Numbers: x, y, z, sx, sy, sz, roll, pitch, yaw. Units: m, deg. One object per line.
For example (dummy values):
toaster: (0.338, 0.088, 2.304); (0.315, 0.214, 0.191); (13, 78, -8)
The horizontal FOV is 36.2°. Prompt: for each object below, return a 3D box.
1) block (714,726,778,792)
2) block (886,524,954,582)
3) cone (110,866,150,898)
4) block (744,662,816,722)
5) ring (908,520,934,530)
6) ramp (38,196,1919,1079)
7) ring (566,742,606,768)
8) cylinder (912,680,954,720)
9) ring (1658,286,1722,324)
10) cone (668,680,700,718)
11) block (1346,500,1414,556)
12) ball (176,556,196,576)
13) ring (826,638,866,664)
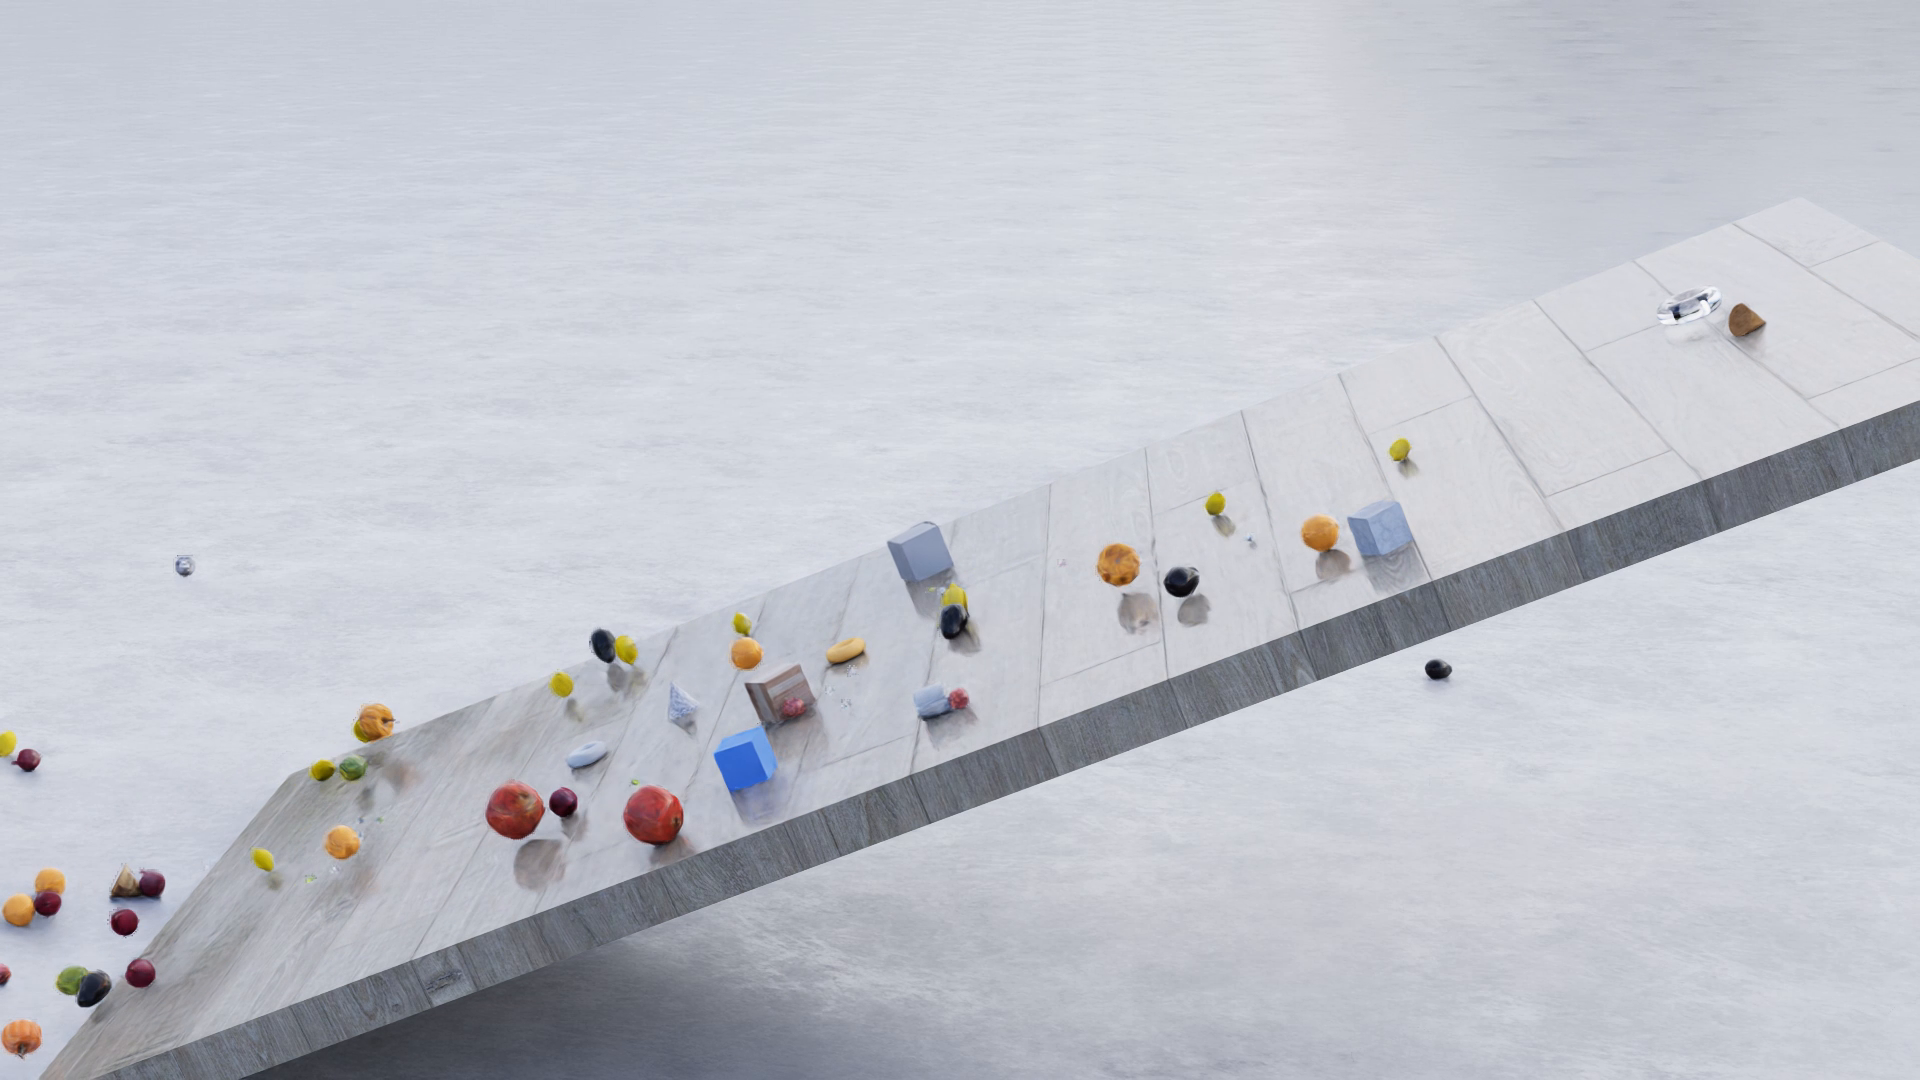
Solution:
block: (-0.416, 0.426, 5.717); (0.084, 0.084, 0.084); (-19, 12, 15)
block: (-0.093, 0.029, 6.829); (0.100, 0.100, 0.100); (-26, 13, -18)
cone: (-1.941, 0.819, 6.909); (0.085, 0.085, 0.085); (25, 10, -11)
block: (-0.374, 0.316, 6.100); (0.091, 0.091, 0.091); (-29, 14, -29)
ring: (-0.099, -0.021, 7.228); (0.088, 0.029, 0.088); (-22, 11, 4)
ramp: (0.124, 0.173, 6.291); (4.000, 0.100, 2.000); (-21, 12, 7)
ring: (-0.810, 0.466, 6.380); (0.093, 0.031, 0.093); (-22, 11, 4)
cylinder: (-0.051, 0.307, 5.633); (0.060, 0.060, 0.060); (-20, 11, 10)
ring: (1.561, -0.502, 6.295); (0.143, 0.048, 0.143); (-22, 11, 5)
cone: (-0.623, 0.342, 6.472); (0.078, 0.078, 0.078); (-21, 12, 5)
block: (0.788, -0.023, 5.523); (0.077, 0.077, 0.077); (-27, 13, -19)
ball: (-2.585, 0.089, 9.816); (0.067, 0.067, 0.067); (0, 14, 0)
ring: (-0.247, 0.239, 6.359); (0.092, 0.031, 0.092); (-23, 11, 5)
